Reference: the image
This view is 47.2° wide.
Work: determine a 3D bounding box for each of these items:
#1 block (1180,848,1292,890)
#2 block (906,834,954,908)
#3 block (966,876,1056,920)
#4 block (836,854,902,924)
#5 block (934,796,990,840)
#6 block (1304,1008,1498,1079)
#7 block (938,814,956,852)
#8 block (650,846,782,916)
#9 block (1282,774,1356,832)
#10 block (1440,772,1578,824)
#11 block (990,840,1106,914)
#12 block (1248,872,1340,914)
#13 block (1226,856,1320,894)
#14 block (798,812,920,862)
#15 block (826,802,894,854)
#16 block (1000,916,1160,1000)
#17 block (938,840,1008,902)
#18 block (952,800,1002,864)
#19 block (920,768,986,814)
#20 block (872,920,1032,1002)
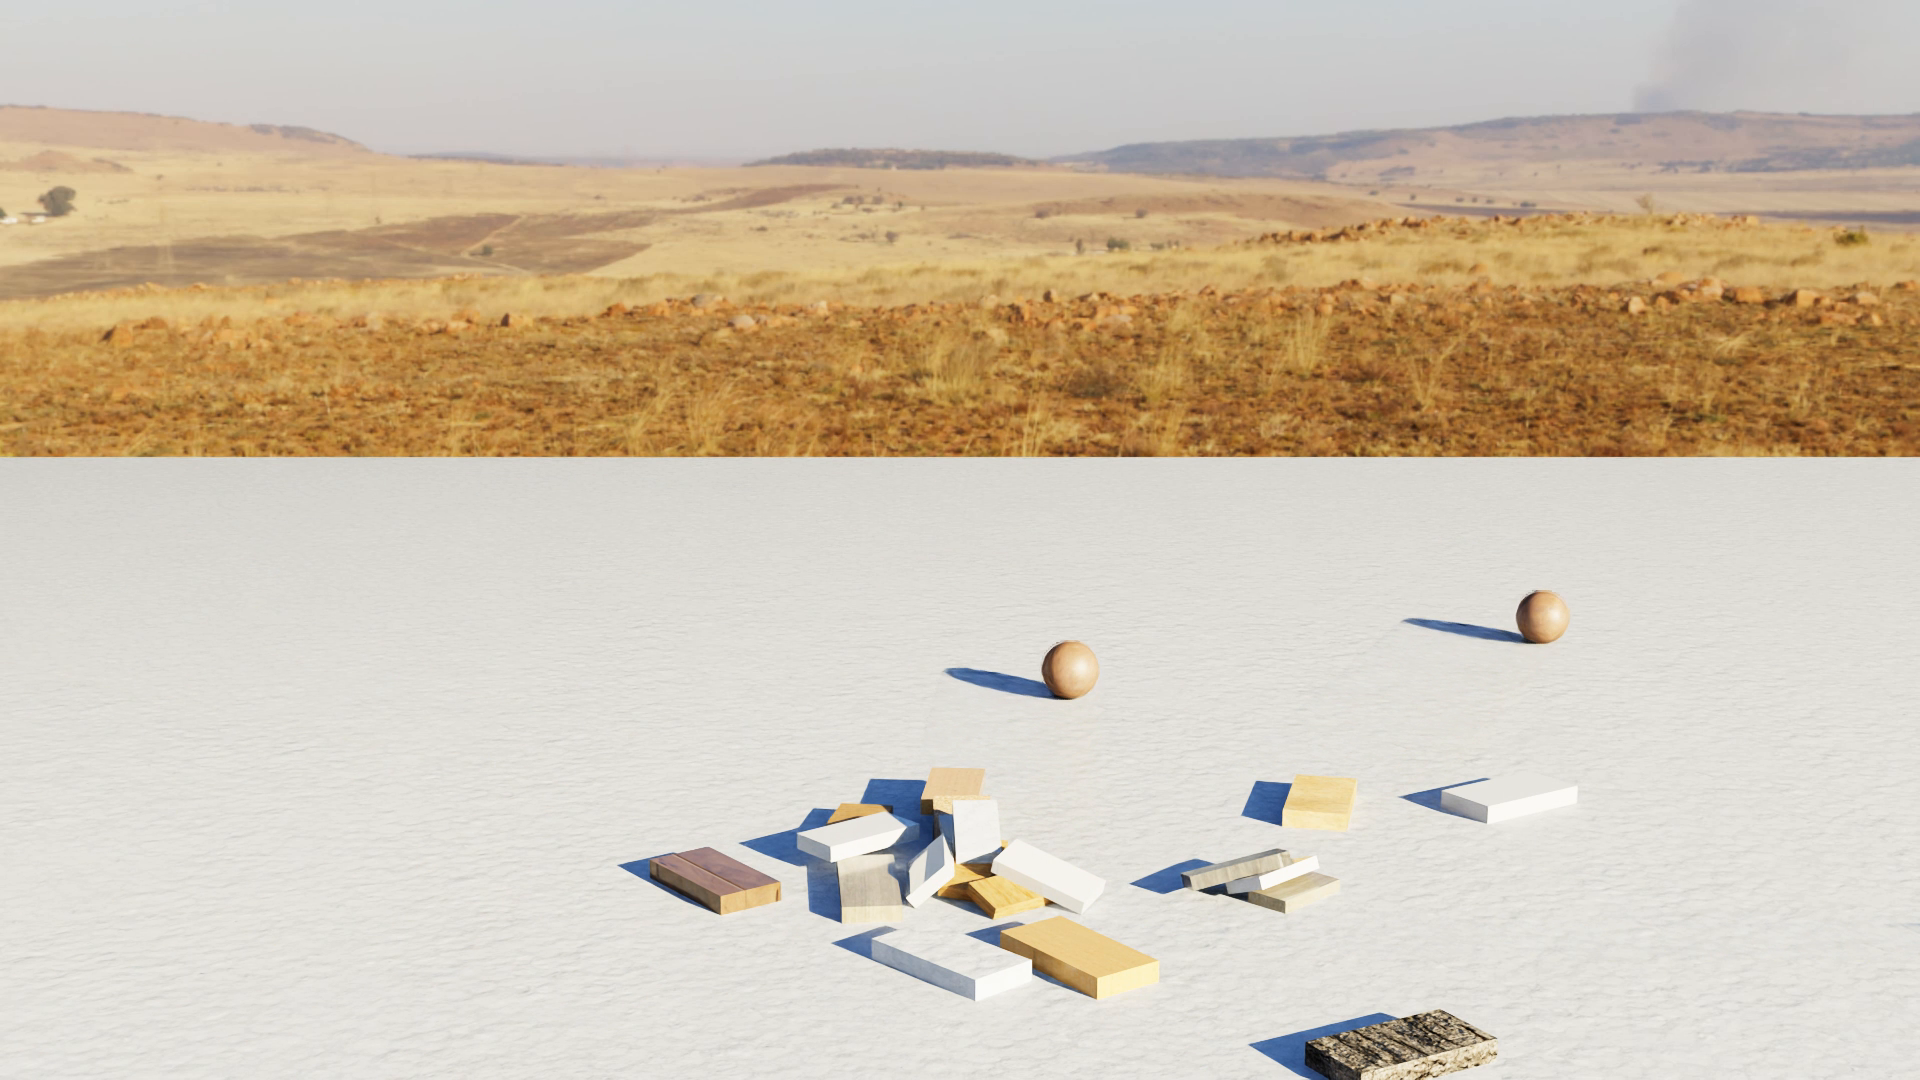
[{"bbox_3d":[0.460,0.549,3.668,0.171,0.024,0.085,-14,-4,-6],"label":"block"},{"bbox_3d":[-0.051,0.551,3.675,0.085,0.024,0.169,-41,9,6],"label":"block"},{"bbox_3d":[0.094,0.578,3.612,0.151,0.021,0.076,-8,32,-37],"label":"block"},{"bbox_3d":[-0.152,0.578,3.656,0.097,0.028,0.254,-1,11,-5],"label":"block"},{"bbox_3d":[0.006,0.514,3.872,0.103,0.029,0.205,0,24,-2],"label":"block"},{"bbox_3d":[0.602,0.698,2.998,0.237,0.034,0.118,-6,12,-28],"label":"block"},{"bbox_3d":[0.013,0.523,3.785,0.077,0.022,0.153,-4,28,-8],"label":"block"},{"bbox_3d":[-0.412,0.570,3.688,0.116,0.033,0.231,-8,13,-37],"label":"block"},{"bbox_3d":[0.675,0.490,4.115,0.116,0.033,0.231,3,11,14],"label":"block"},{"bbox_3d":[1.036,0.484,4.147,0.237,0.034,0.118,-7,12,-32],"label":"block"},{"bbox_3d":[0.146,0.555,3.630,0.169,0.024,0.085,23,27,21],"label":"block"},{"bbox_3d":[0.555,0.582,3.651,0.076,0.021,0.151,10,15,44],"label":"block"},{"bbox_3d":[0.521,0.557,3.661,0.151,0.021,0.076,-11,-5,-43],"label":"block"},{"bbox_3d":[-0.177,0.517,3.836,0.194,0.028,0.097,-9,13,-39],"label":"block"},{"bbox_3d":[-0.187,0.519,3.974,0.097,0.028,0.194,2,11,9],"label":"block"},{"bbox_3d":[0.180,0.633,3.345,0.118,0.034,0.237,-8,13,-35],"label":"block"},{"bbox_3d":[0.023,0.550,3.689,0.076,0.022,0.153,9,29,15],"label":"block"},{"bbox_3d":[0.028,0.496,3.744,0.076,0.022,0.153,-1,28,-2],"label":"block"},{"bbox_3d":[-0.011,0.467,4.091,0.103,0.029,0.205,1,11,5],"label":"block"},{"bbox_3d":[-0.014,0.636,3.333,0.116,0.033,0.231,-10,14,-42],"label":"block"}]
